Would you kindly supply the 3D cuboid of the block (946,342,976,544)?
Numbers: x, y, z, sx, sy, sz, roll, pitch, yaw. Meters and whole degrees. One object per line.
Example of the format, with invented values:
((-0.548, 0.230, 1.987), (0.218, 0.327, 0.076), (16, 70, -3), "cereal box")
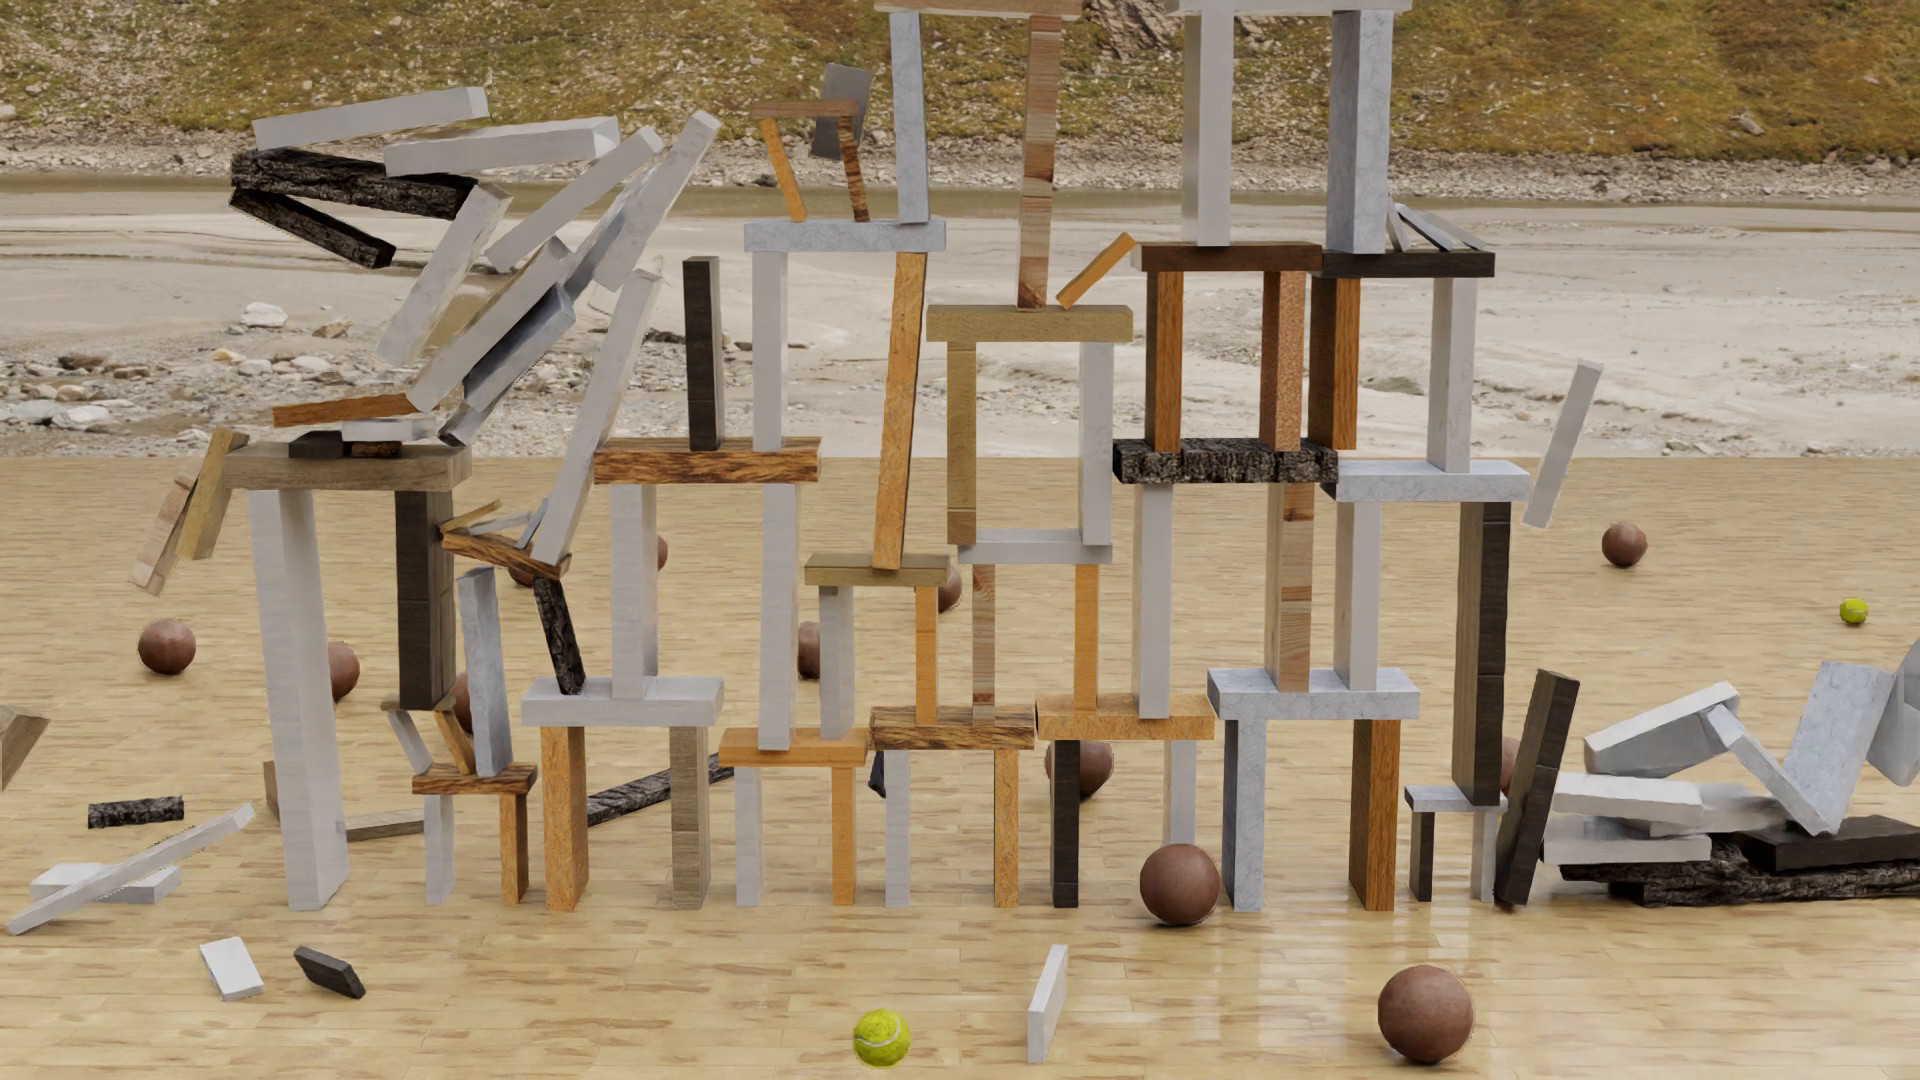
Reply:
((0.004, -0.165, 3.529), (0.046, 0.321, 0.161), (0, 11, 1), "block")

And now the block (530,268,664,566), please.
((-0.580, -0.198, 3.516), (0.042, 0.477, 0.148), (20, 9, -5), "block")

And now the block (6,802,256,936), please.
((-1.317, 0.523, 3.497), (0.406, 0.023, 0.082), (-25, 10, 4), "block")

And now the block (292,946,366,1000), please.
((-0.930, 0.638, 3.245), (0.118, 0.059, 0.017), (8, 40, 37), "block")

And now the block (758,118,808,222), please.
((-0.276, -0.580, 3.445), (0.023, 0.162, 0.081), (-19, 11, 1), "block")

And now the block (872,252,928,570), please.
((-0.096, -0.213, 3.522), (0.044, 0.499, 0.155), (5, 11, 0), "block")

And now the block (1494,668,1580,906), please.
((0.941, 0.403, 3.615), (0.038, 0.373, 0.133), (13, 3, 1), "block")

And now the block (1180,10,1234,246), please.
((0.385, -0.642, 3.435), (0.050, 0.354, 0.177), (-1, 11, -2), "block")

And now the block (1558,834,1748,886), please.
((1.146, 0.528, 3.663), (0.289, 0.041, 0.144), (0, 11, 8), "block")

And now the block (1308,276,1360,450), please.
((0.596, -0.287, 3.508), (0.038, 0.270, 0.135), (-2, 11, -8), "block")

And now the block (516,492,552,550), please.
((-0.684, -0.031, 3.548), (0.014, 0.096, 0.048), (32, 8, -6), "block")

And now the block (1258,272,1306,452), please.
((0.512, -0.291, 3.499), (0.040, 0.281, 0.140), (0, 11, -3), "block")

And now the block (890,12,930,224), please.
((-0.078, -0.658, 3.435), (0.045, 0.316, 0.158), (-2, 11, 1), "block")

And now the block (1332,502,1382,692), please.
((0.645, 0.077, 3.574), (0.044, 0.308, 0.154), (0, 11, 0), "block")

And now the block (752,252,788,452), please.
((-0.302, -0.307, 3.506), (0.044, 0.310, 0.155), (1, 11, -1), "block")

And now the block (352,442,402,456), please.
((-0.935, -0.150, 3.525), (0.059, 0.017, 0.118), (0, 9, -6), "block")

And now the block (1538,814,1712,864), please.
((1.083, 0.494, 3.637), (0.271, 0.038, 0.135), (-1, 11, 0), "block")

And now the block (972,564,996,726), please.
((0.038, 0.158, 3.588), (0.035, 0.266, 0.124), (0, 11, -1), "block")

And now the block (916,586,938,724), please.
((-0.053, 0.176, 3.596), (0.032, 0.228, 0.114), (0, 11, 2), "block")

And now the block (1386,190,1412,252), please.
((0.678, -0.507, 3.462), (0.015, 0.105, 0.053), (-24, 11, 1), "block")

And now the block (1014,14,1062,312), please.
((0.121, -0.590, 3.448), (0.045, 0.451, 0.158), (3, 11, -1), "block")

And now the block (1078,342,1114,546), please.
((0.217, -0.165, 3.526), (0.046, 0.321, 0.161), (0, 11, 0), "block")

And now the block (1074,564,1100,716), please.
((0.207, 0.150, 3.582), (0.035, 0.248, 0.124), (1, 11, 6), "block")

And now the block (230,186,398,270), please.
((-1.016, -0.494, 3.460), (0.236, 0.033, 0.118), (25, 9, -5), "block")

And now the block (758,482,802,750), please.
((-0.293, 0.109, 3.587), (0.050, 0.434, 0.175), (2, 10, -1), "block")

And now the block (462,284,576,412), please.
((-0.699, -0.304, 3.477), (0.030, 0.214, 0.107), (43, 11, -31), "block")

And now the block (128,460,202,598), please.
((-1.276, -0.017, 3.557), (0.030, 0.212, 0.106), (22, -13, -5), "block")

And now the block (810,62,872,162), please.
((-0.188, -0.678, 3.493), (0.073, 0.147, 0.021), (11, 12, -6), "block")

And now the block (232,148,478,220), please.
((-0.945, -0.562, 3.452), (0.341, 0.047, 0.165), (9, 15, -2), "block")

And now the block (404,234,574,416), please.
((-0.744, -0.342, 3.485), (0.043, 0.322, 0.153), (44, 8, -16), "block")

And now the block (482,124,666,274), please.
((-0.603, -0.536, 3.450), (0.307, 0.043, 0.153), (-36, 13, 8), "block")

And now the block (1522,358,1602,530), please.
((0.973, -0.157, 3.553), (0.038, 0.266, 0.133), (19, 13, 13), "block")

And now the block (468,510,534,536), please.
((-0.742, -0.027, 3.555), (0.096, 0.014, 0.048), (-12, 10, 2), "block")

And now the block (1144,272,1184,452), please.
((0.323, -0.289, 3.492), (0.040, 0.281, 0.140), (0, 11, -2), "block")

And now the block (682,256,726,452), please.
((-0.407, -0.299, 3.506), (0.042, 0.297, 0.149), (-1, 11, 0), "block")

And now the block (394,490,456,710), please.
((-0.868, 0.082, 3.579), (0.050, 0.355, 0.177), (1, 10, 0), "block")

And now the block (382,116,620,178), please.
((-0.713, -0.617, 3.439), (0.330, 0.047, 0.165), (-4, 17, 6), "block")

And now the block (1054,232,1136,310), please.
((0.214, -0.427, 3.482), (0.151, 0.021, 0.076), (-43, 8, 7), "block")

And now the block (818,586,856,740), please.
((-0.203, 0.187, 3.635), (0.032, 0.264, 0.114), (2, 11, 10), "block")

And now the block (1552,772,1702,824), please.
((1.084, 0.419, 3.582), (0.230, 0.033, 0.115), (3, 13, 16), "block")

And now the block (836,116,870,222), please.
((-0.169, -0.583, 3.454), (0.023, 0.162, 0.081), (-11, 11, -1), "block")

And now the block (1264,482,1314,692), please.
((0.533, 0.061, 3.570), (0.048, 0.340, 0.170), (0, 11, -1), "block")

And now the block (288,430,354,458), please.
((-1.013, -0.153, 3.521), (0.083, 0.024, 0.167), (0, 10, -4), "block")

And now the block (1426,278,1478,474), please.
((0.785, -0.269, 3.511), (0.038, 0.307, 0.135), (0, 11, 0), "block")

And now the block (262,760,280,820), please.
((-1.263, 0.471, 4.084), (0.023, 0.082, 0.164), (-8, 13, -26), "block")

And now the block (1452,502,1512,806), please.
((0.850, 0.171, 3.592), (0.044, 0.500, 0.154), (-1, 11, 0), "block")

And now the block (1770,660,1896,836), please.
((1.469, 0.348, 3.715), (0.038, 0.286, 0.135), (25, -6, -19), "block")

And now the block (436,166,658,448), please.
((-0.668, -0.385, 3.610), (0.030, 0.563, 0.107), (40, -16, -21), "block")

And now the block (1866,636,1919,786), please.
((1.648, 0.150, 3.594), (0.033, 0.554, 0.115), (2, 32, -37), "block")

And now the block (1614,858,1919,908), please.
((1.611, 0.552, 3.716), (1.008, 0.041, 0.144), (-2, 11, -6), "block")

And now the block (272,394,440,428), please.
((-0.978, -0.213, 3.567), (0.236, 0.033, 0.118), (-6, 5, 3), "block")

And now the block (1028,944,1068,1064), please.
((0.125, 0.654, 3.116), (0.021, 0.076, 0.254), (2, 11, 10), "block")

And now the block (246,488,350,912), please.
((-1.083, 0.247, 3.609), (0.050, 0.695, 0.177), (-2, 11, 0), "block")

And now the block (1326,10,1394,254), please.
((0.624, -0.638, 3.447), (0.050, 0.366, 0.177), (-1, 11, -4), "block")

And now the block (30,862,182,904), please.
((-1.426, 0.574, 3.675), (0.212, 0.030, 0.106), (1, 11, 4), "block")

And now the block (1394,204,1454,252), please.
((0.729, -0.493, 3.468), (0.105, 0.015, 0.053), (35, 6, -9), "block")

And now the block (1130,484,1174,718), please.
((0.311, 0.082, 3.574), (0.048, 0.383, 0.170), (0, 11, 0), "block")

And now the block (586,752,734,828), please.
((-0.570, 0.473, 4.236), (0.083, 0.024, 0.517), (7, 13, 35), "block")
